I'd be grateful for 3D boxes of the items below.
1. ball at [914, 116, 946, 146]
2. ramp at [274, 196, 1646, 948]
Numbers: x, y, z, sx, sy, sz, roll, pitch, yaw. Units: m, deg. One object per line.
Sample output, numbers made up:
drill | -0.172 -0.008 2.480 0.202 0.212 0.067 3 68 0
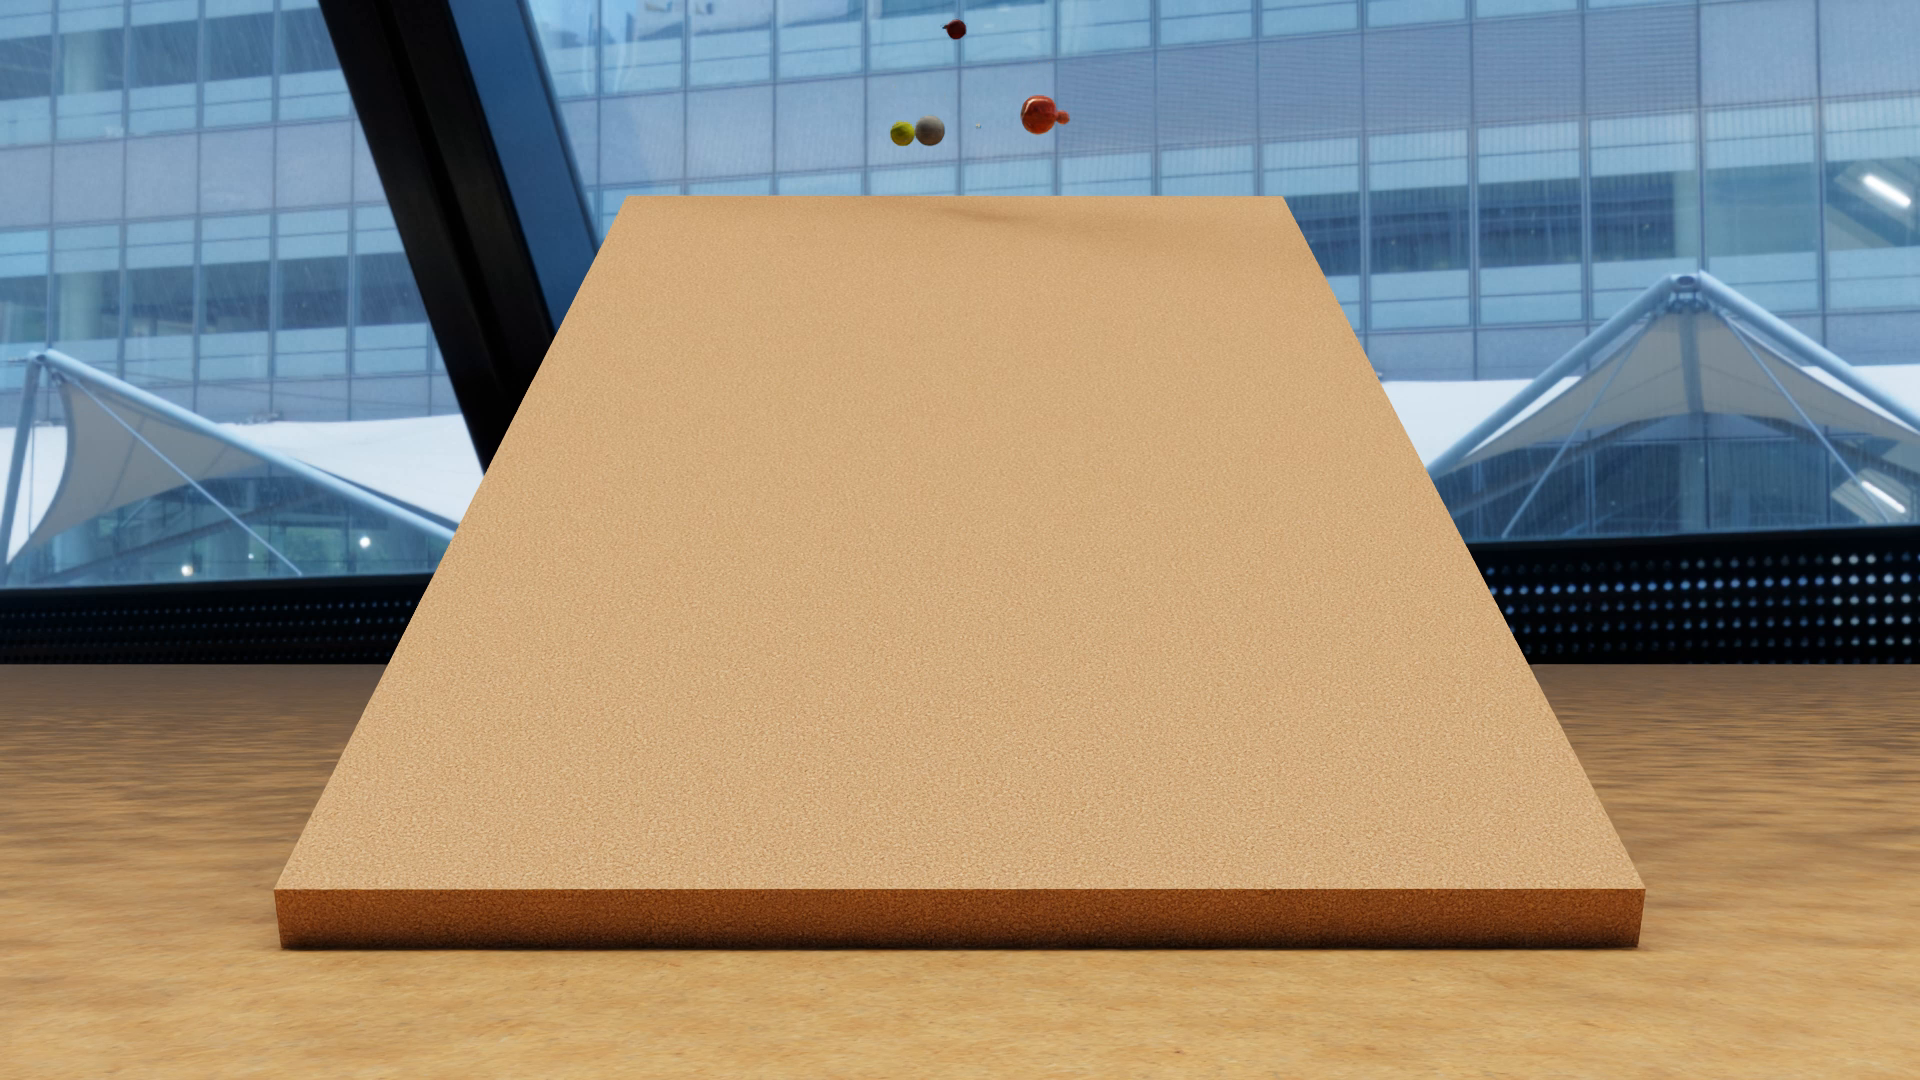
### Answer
ball | -0.090 -1.221 6.888 0.091 0.091 0.091 0 -3 0
ramp | -0.007 -0.225 5.228 2.000 0.100 4.000 0 23 0
